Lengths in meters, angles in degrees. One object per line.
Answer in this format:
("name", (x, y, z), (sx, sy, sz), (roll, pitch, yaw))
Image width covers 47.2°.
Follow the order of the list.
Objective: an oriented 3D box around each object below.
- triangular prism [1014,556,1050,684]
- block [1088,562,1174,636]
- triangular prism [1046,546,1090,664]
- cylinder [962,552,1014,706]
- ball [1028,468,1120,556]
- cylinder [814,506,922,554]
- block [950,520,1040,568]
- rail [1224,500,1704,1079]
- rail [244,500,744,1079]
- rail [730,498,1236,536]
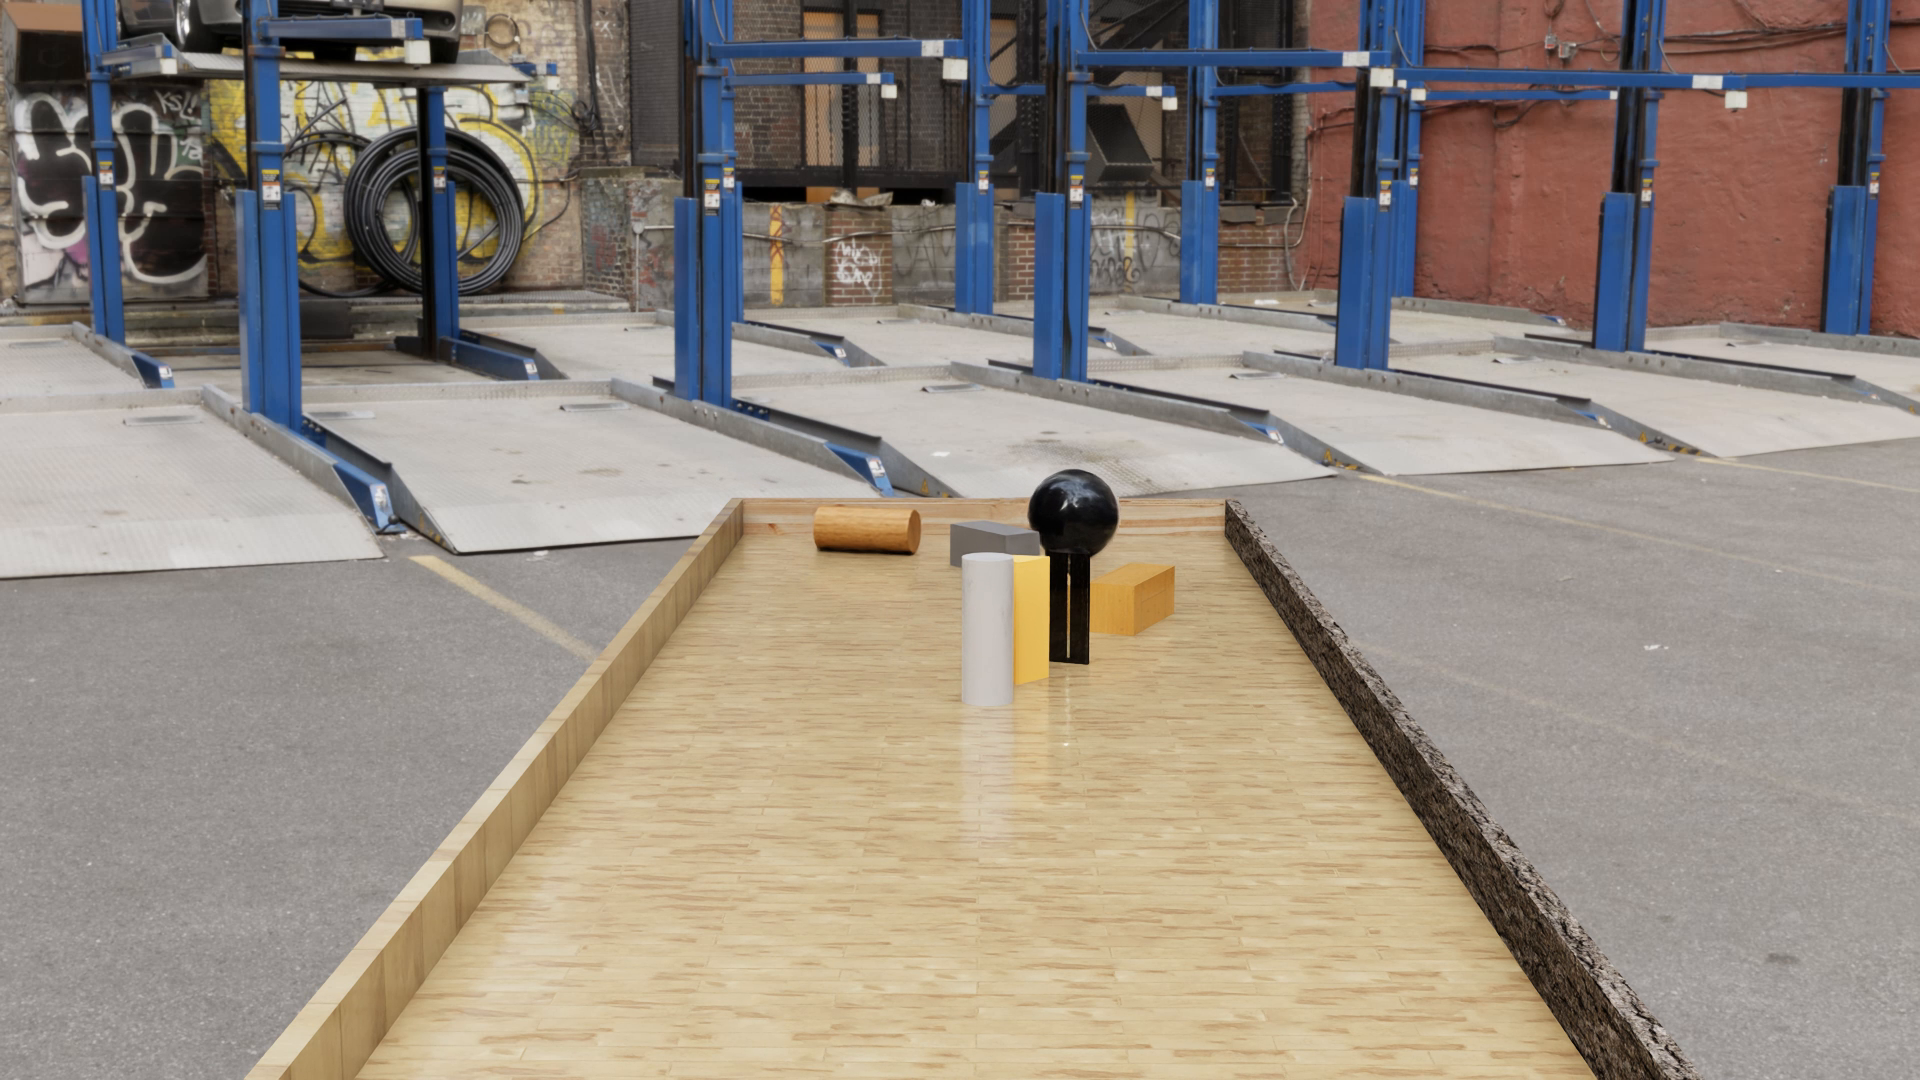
("triangular prism", (0.169, 0.227, 6.434), (0.122, 0.358, 0.141), (8, 12, 42))
("block", (0.568, 0.192, 7.278), (0.162, 0.162, 0.422), (4, 10, 23))
("triangular prism", (0.347, 0.196, 6.691), (0.141, 0.338, 0.123), (4, 10, 24))
("cylinder", (0.077, 0.248, 6.138), (0.145, 0.408, 0.145), (0, 9, 0))
("ball", (0.439, -0.098, 8.506), (0.353, 0.353, 0.353), (0, 9, 0))
("cylinder", (-0.367, -0.041, 8.717), (0.392, 0.172, 0.172), (3, 9, 17))
("block", (0.131, 0.033, 8.292), (0.160, 0.160, 0.356), (-6, 11, -35))
("rail", (1.046, 0.843, 3.208), (0.050, 0.150, 12.000), (0, 9, 1))
("rail", (-1.004, 0.839, 3.234), (0.050, 0.150, 12.000), (0, 9, 1))
("rail", (0.099, -0.098, 9.147), (2.100, 0.150, 0.050), (0, 9, 1))
